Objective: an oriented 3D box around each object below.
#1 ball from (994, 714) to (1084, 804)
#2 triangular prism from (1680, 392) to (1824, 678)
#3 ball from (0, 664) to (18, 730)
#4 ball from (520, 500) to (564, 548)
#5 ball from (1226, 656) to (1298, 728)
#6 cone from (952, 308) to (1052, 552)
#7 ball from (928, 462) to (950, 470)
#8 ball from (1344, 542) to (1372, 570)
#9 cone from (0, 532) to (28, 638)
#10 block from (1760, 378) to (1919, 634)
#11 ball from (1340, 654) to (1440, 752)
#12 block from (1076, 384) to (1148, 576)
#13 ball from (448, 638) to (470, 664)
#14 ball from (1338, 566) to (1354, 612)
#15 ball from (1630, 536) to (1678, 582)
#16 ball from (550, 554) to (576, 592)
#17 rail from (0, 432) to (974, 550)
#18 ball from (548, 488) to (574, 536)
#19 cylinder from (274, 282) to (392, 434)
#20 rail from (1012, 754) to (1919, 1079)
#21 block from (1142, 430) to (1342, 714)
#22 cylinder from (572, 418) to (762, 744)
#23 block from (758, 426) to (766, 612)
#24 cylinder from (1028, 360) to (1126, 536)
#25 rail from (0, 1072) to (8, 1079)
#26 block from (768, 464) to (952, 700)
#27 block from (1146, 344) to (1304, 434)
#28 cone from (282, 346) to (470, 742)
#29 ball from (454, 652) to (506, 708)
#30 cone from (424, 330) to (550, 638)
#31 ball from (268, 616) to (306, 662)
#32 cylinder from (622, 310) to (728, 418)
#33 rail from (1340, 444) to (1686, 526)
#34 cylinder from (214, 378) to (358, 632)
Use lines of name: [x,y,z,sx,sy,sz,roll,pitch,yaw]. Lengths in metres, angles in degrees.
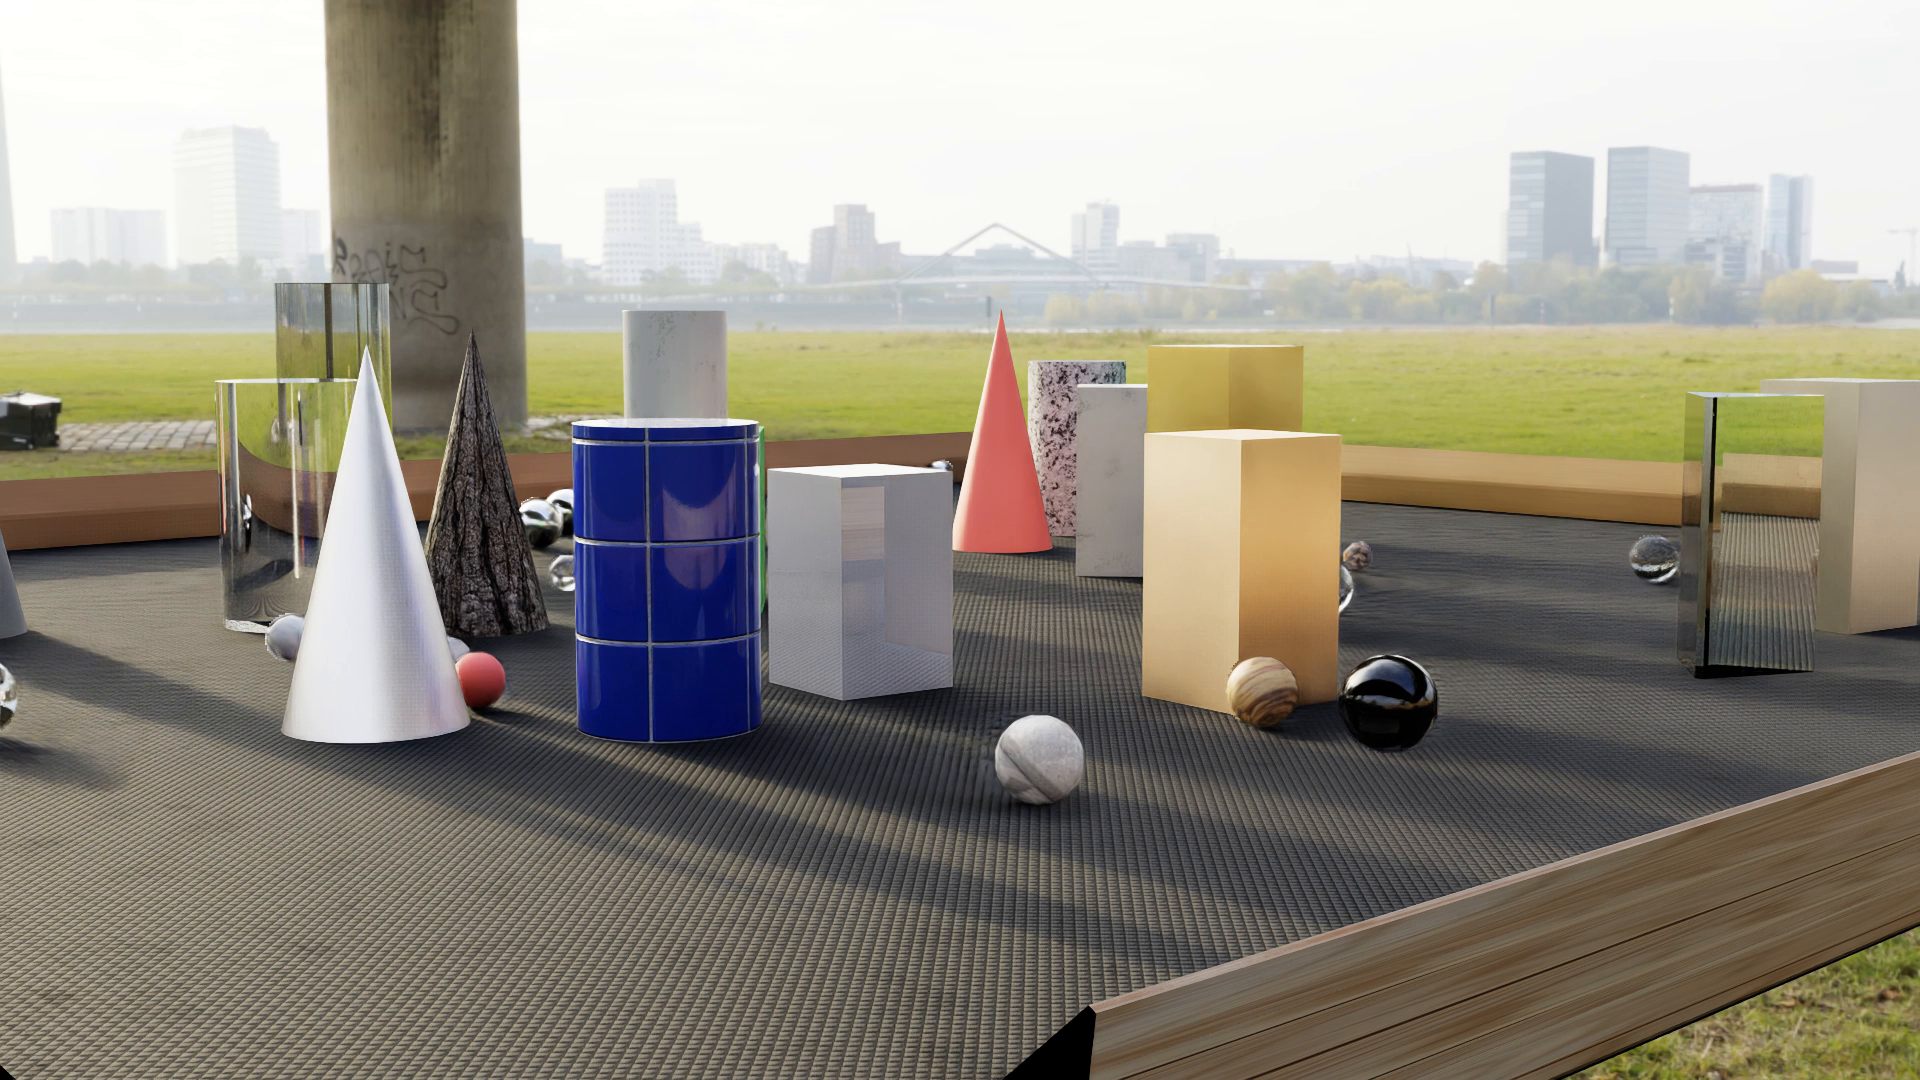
ball: [0.072,0.198,1.988,0.081,0.081,0.081,0,6,0]
triangular prism: [0.952,-0.011,2.745,0.171,0.341,0.148,-2,6,-19]
ball: [-1.029,0.163,2.288,0.089,0.089,0.089,0,6,0]
ball: [-0.790,-0.031,4.127,0.092,0.092,0.092,0,6,0]
ball: [0.323,0.163,2.356,0.076,0.076,0.076,0,6,0]
cone: [0.077,-0.209,4.124,0.197,0.448,0.197,0,6,0]
ball: [-0.053,-0.168,5.582,0.064,0.064,0.064,0,6,0]
ball: [0.683,0.028,3.781,0.047,0.047,0.047,0,6,0]
cone: [-1.393,-0.112,3.008,0.197,0.487,0.197,0,6,0]
block: [1.247,-0.053,3.122,0.158,0.346,0.158,-4,7,-34]
ball: [0.434,0.165,2.223,0.099,0.099,0.099,0,6,0]
block: [0.279,-0.104,3.750,0.158,0.317,0.158,0,6,4]
ball: [-0.619,0.143,2.667,0.050,0.050,0.050,0,6,0]
ball: [0.537,0.070,3.227,0.079,0.079,0.079,0,6,0]
ball: [1.137,0.032,3.602,0.076,0.076,0.076,0,6,0]
ball: [-0.622,0.052,3.494,0.059,0.059,0.059,0,6,0]
rail: [-1.178,-0.099,4.601,3.860,0.128,0.045,-5,8,-42]
ball: [-0.779,-0.055,4.357,0.093,0.093,0.093,0,6,0]
cylinder: [-1.117,-0.211,3.932,0.197,0.492,0.197,0,6,0]
rail: [1.178,0.166,2.062,3.860,0.128,0.045,-5,8,-42]
block: [0.322,0.031,2.519,0.158,0.304,0.158,-4,7,-37]
cylinder: [-0.312,0.037,2.350,0.197,0.326,0.197,0,6,0]
block: [-0.375,-0.033,3.307,0.158,0.267,0.158,0,6,-3]
cylinder: [0.235,-0.188,4.428,0.197,0.343,0.197,0,6,0]
rail: [-1.401,0.168,2.046,0.045,0.128,3.521,-5,8,-42]
block: [-0.119,0.045,2.614,0.158,0.256,0.158,-4,7,-37]
block: [0.382,-0.083,3.182,0.158,0.393,0.158,-5,8,-41]
cone: [-0.628,-0.004,2.347,0.197,0.409,0.197,0,6,0]
ball: [-0.541,0.158,2.468,0.063,0.063,0.063,0,6,0]
cone: [-0.679,-0.087,3.081,0.197,0.422,0.197,0,6,0]
ball: [-0.851,0.125,2.800,0.057,0.057,0.057,0,6,0]
cylinder: [-0.540,-0.214,4.188,0.197,0.444,0.197,0,6,0]
rail: [1.401,-0.101,4.618,0.045,0.128,3.521,-5,8,-42]
cylinder: [-0.950,-0.054,3.126,0.197,0.346,0.197,0,6,0]
